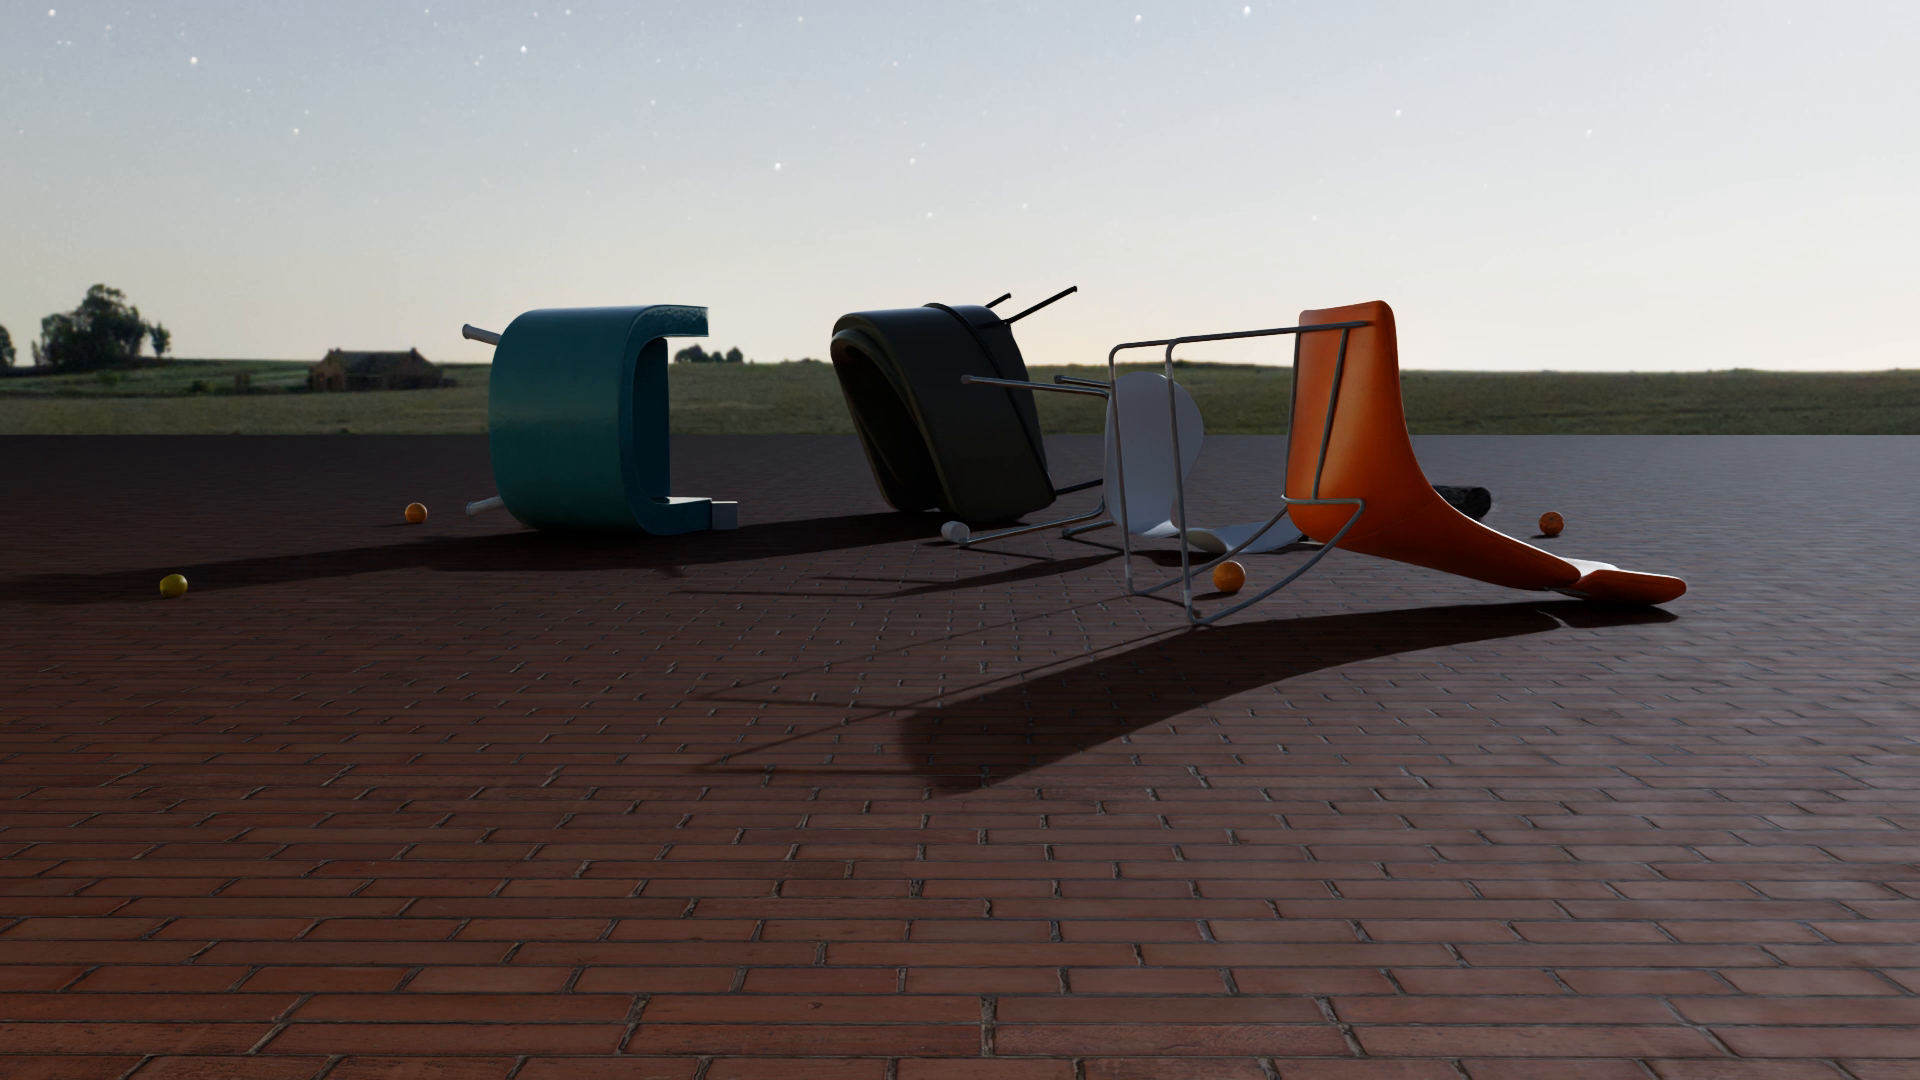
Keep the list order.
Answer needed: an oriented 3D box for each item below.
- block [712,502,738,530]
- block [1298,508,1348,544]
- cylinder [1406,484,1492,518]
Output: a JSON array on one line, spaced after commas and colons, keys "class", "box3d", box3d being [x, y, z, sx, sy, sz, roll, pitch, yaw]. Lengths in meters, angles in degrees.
[{"class": "block", "box3d": [-0.756, -0.078, 7.064, 0.080, 0.085, 0.076, 0, 4, -6]}, {"class": "block", "box3d": [1.058, -0.040, 6.421, 0.101, 0.097, 0.110, -1, 4, -21]}, {"class": "cylinder", "box3d": [1.714, -0.136, 7.709, 0.144, 0.111, 0.261, -15, 12, -33]}]
